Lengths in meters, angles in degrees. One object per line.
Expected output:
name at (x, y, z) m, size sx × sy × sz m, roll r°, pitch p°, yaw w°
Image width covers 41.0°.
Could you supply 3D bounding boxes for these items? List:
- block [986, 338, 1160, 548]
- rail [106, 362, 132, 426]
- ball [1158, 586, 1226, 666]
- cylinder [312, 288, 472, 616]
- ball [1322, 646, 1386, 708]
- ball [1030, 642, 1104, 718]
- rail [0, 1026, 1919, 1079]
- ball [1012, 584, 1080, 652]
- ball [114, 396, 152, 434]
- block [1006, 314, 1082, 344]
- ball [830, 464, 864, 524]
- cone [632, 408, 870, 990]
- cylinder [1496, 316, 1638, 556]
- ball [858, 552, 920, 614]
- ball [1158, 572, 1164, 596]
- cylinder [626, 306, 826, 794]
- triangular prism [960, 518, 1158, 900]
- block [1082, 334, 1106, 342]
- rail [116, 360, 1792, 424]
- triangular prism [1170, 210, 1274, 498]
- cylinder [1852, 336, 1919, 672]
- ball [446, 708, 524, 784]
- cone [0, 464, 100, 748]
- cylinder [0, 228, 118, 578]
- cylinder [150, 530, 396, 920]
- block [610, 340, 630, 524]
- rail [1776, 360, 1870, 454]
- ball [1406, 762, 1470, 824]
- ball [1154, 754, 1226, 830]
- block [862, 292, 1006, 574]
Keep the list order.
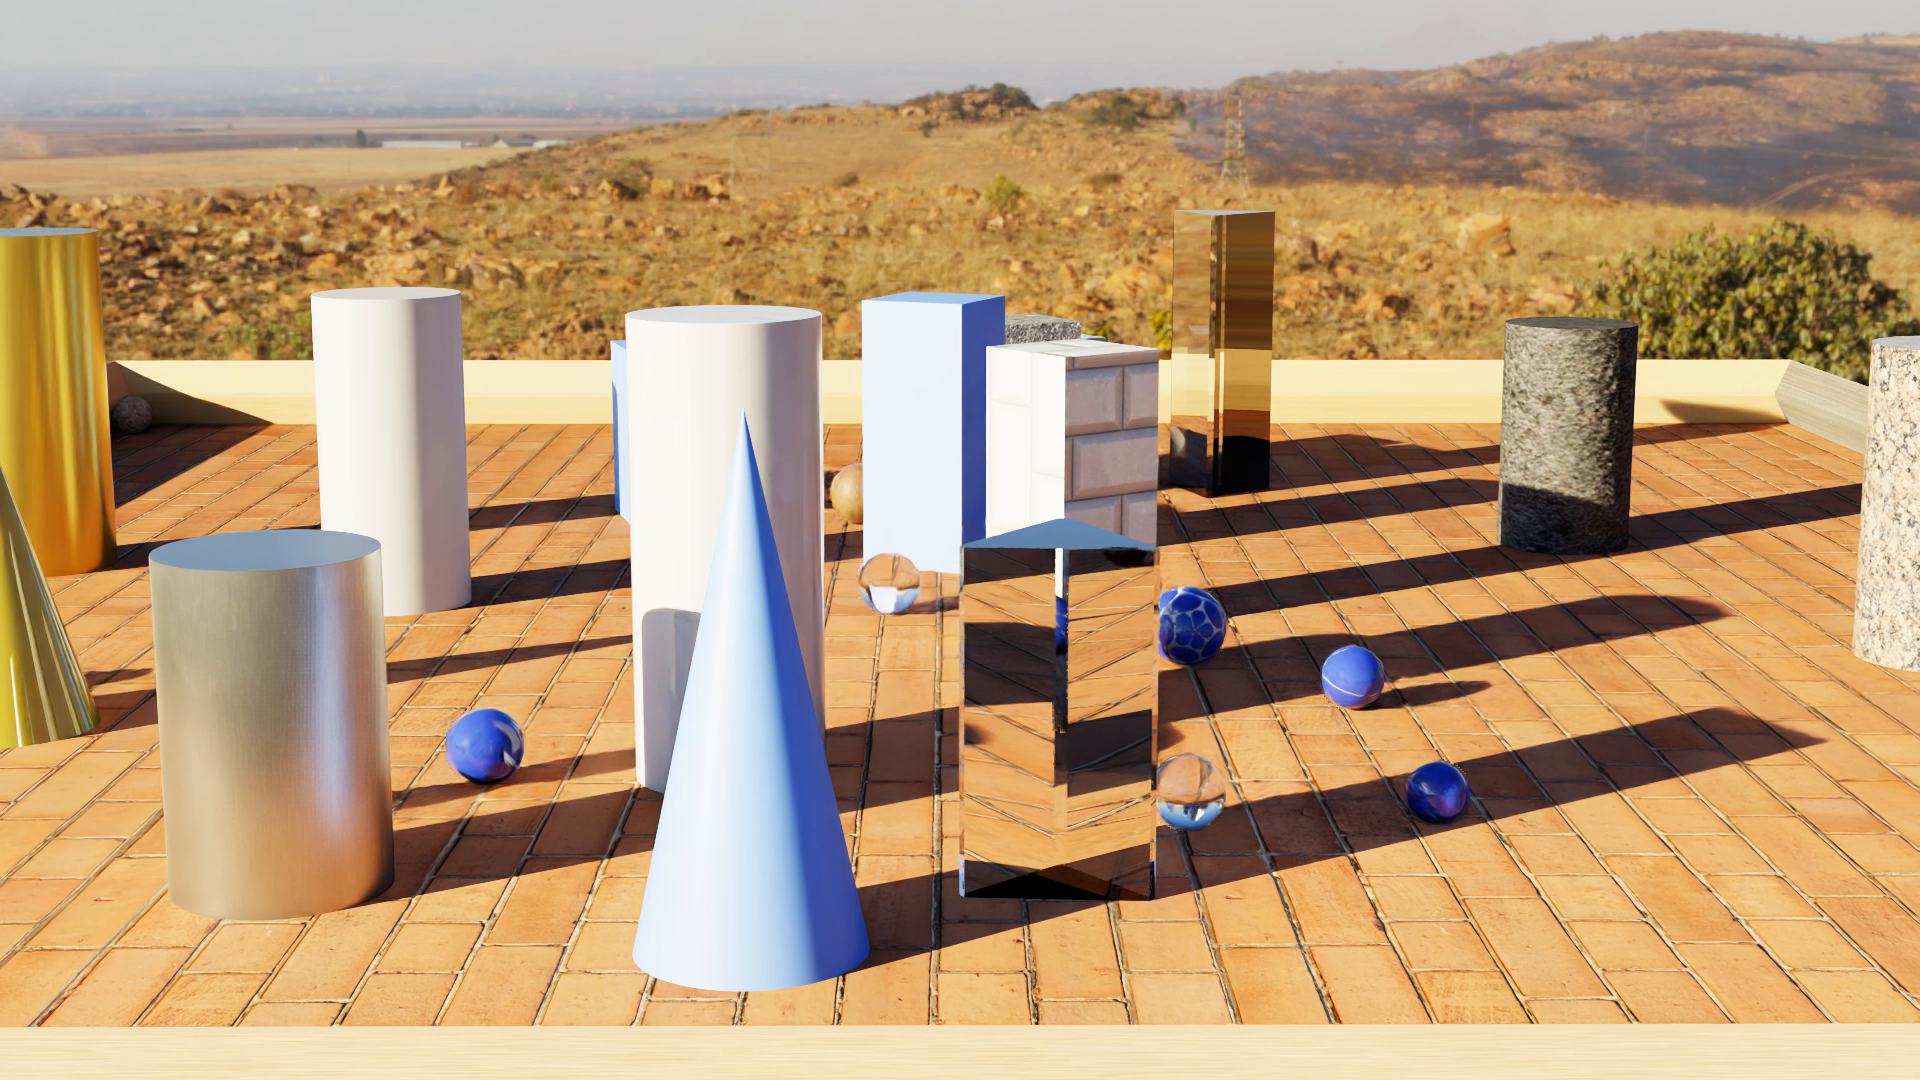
block at (0.145, -0.068, 3.346) m, size 0.158 × 0.367 × 0.158 m, roll -8°, pitch 13°, yaw -37°
rail at (-1.696, 0.035, 3.439) m, size 0.045 × 0.128 × 3.707 m, roll 0°, pitch 10°, yaw 0°
ball at (0.277, 0.106, 3.143) m, size 0.099 × 0.099 × 0.099 m, roll 0°, pitch 10°, yaw 0°
cylinder at (-0.772, -0.124, 3.492) m, size 0.197 × 0.423 × 0.197 m, roll 0°, pitch 10°, yaw 0°
ball at (0.450, 0.157, 2.937) m, size 0.073 × 0.073 × 0.073 m, roll 0°, pitch 10°, yaw 0°
ball at (0.121, 0.158, 2.897) m, size 0.085 × 0.085 × 0.085 m, roll 0°, pitch 10°, yaw 0°
rail at (0.011, 0.366, 1.650) m, size 3.439 × 0.128 × 0.045 m, roll 0°, pitch 10°, yaw 0°
ball at (0.108, 0.098, 3.219) m, size 0.086 × 0.086 × 0.086 m, roll 0°, pitch 10°, yaw 0°
ball at (-1.655, -0.251, 5.138) m, size 0.074 × 0.074 × 0.074 m, roll 0°, pitch 10°, yaw 0°
block at (0.096, -0.223, 4.353) m, size 0.158 × 0.304 × 0.158 m, roll -5°, pitch 12°, yaw -27°
ball at (-0.160, -0.075, 4.121) m, size 0.097 × 0.097 × 0.097 m, roll 0°, pitch 10°, yaw 0°
cone at (-0.174, 0.117, 2.099) m, size 0.197 × 0.456 × 0.197 m, roll 0°, pitch 10°, yaw 0°
cylinder at (0.929, -0.163, 3.928) m, size 0.197 × 0.341 × 0.197 m, roll 0°, pitch 10°, yaw 0°
ball at (-0.095, 0.058, 3.442) m, size 0.084 × 0.084 × 0.084 m, roll 0°, pitch 10°, yaw 0°
ball at (0.235, 0.062, 3.445) m, size 0.075 × 0.075 × 0.075 m, roll 0°, pitch 10°, yaw 0°
cylinder at (-0.238, 0.008, 2.630) m, size 0.197 × 0.479 × 0.197 m, roll 0°, pitch 10°, yaw 0°
triangular prism at (0.091, 0.148, 2.317) m, size 0.171 × 0.316 × 0.148 m, roll 1°, pitch 11°, yaw 4°
block at (0.148, -0.239, 4.586) m, size 0.158 × 0.251 × 0.158 m, roll -8°, pitch 13°, yaw -36°
rail at (-0.011, -0.300, 5.248) m, size 3.439 × 0.128 × 0.045 m, roll 0°, pitch 10°, yaw 0°
triangular prism at (0.427, -0.327, 4.433) m, size 0.148 × 0.479 × 0.171 m, roll 9°, pitch 14°, yaw 41°
cylinder at (1.217, -0.047, 3.166) m, size 0.197 × 0.391 × 0.197 m, roll 0°, pitch 10°, yaw 0°
ball at (-0.486, 0.211, 2.629) m, size 0.079 × 0.079 × 0.079 m, roll 0°, pitch 10°, yaw 0°
cone at (-1.063, 0.044, 2.833) m, size 0.197 × 0.333 × 0.197 m, roll 0°, pitch 10°, yaw 0°
cylinder at (-1.347, -0.204, 3.743) m, size 0.197 × 0.489 × 0.197 m, roll 0°, pitch 10°, yaw 0°
cylinder at (-0.609, 0.159, 2.282) m, size 0.197 × 0.307 × 0.197 m, roll 0°, pitch 10°, yaw 0°
block at (-0.474, -0.179, 4.181) m, size 0.158 × 0.281 × 0.158 m, roll -3°, pitch 11°, yaw -17°
rail at (1.696, 0.031, 3.458) m, size 0.045 × 0.128 × 3.707 m, roll 0°, pitch 10°, yaw 0°
ball at (0.464, 0.245, 2.493) m, size 0.061 × 0.061 × 0.061 m, roll 0°, pitch 10°, yaw 0°
ball at (0.220, 0.243, 2.473) m, size 0.074 × 0.074 × 0.074 m, roll 0°, pitch 10°, yaw 0°
block at (-0.038, -0.162, 3.789) m, size 0.158 × 0.391 × 0.158 m, roll 5°, pitch 11°, yaw 24°
